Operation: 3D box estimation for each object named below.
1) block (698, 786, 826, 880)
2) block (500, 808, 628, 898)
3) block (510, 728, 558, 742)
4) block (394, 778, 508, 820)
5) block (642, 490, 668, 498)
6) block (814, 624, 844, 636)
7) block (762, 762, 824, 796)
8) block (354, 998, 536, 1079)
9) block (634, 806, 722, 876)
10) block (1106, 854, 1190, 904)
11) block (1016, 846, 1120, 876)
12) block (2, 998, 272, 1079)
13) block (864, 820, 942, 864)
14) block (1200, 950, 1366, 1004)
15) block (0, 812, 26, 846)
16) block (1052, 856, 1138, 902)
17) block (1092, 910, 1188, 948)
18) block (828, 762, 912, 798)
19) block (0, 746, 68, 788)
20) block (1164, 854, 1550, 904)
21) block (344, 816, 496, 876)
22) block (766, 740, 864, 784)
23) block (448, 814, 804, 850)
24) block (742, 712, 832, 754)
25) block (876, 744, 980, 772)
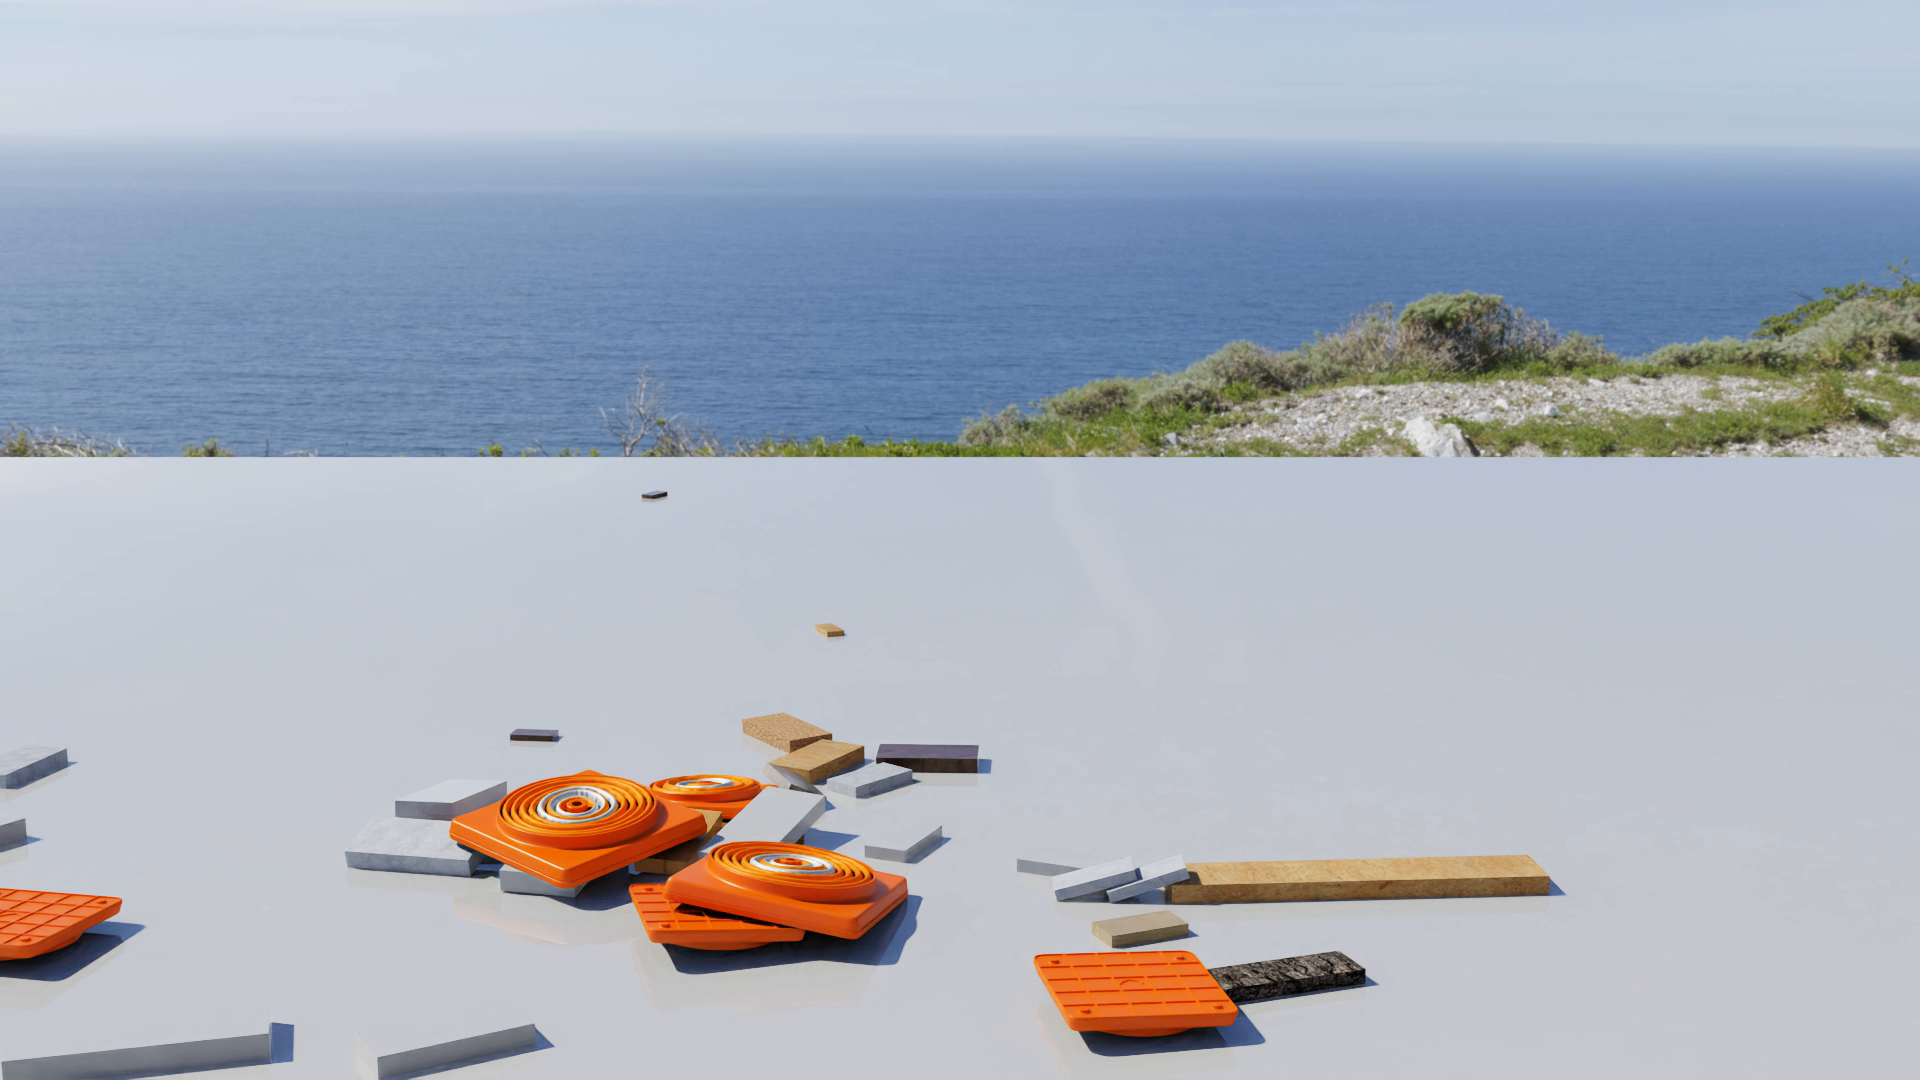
[{"bbox_3d":[-0.346,0.513,3.876,0.114,0.032,0.280,7,20,19],"label":"block"},{"bbox_3d":[-0.678,0.535,3.780,0.131,0.037,0.262,4,17,11],"label":"block"},{"bbox_3d":[-0.892,0.409,4.608,0.091,0.013,0.045,1,11,6],"label":"block"},{"bbox_3d":[-0.943,0.481,4.086,0.114,0.032,0.229,0,4,13],"label":"block"},{"bbox_3d":[-1.064,-0.157,7.659,0.045,0.013,0.091,5,12,27],"label":"block"},{"bbox_3d":[-0.331,0.228,5.581,0.045,0.013,0.091,-5,11,-23],"label":"block"},{"bbox_3d":[-0.316,0.466,4.188,0.078,0.022,0.157,24,0,-24],"label":"block"},{"bbox_3d":[-0.714,0.689,3.050,0.221,0.031,0.111,-6,12,-31],"label":"block"},{"bbox_3d":[-0.491,0.526,3.846,0.097,0.027,0.194,4,20,11],"label":"block"},{"bbox_3d":[0.309,0.562,3.653,0.137,0.019,0.068,-18,10,2],"label":"block"},{"bbox_3d":[0.188,0.558,3.780,0.161,0.023,0.081,5,12,24],"label":"block"},{"bbox_3d":[-1.127,0.690,3.028,0.339,0.037,0.131,-3,11,-16],"label":"block"},{"bbox_3d":[-0.100,0.535,3.906,0.078,0.022,0.157,5,11,23],"label":"block"},{"bbox_3d":[0.481,0.651,3.277,0.235,0.023,0.081,-4,11,-19],"label":"block"},{"bbox_3d":[-1.803,0.532,3.878,0.131,0.037,0.262,6,12,31],"label":"block"},{"bbox_3d":[0.223,0.564,3.662,0.137,0.019,0.068,-15,11,1],"label":"block"},{"bbox_3d":[0.285,0.615,3.481,0.137,0.019,0.068,-5,11,-23],"label":"block"},{"bbox_3d":[-0.175,0.466,4.274,0.078,0.022,0.157,9,14,41],"label":"block"},{"bbox_3d":[-1.870,0.449,4.355,0.097,0.027,0.194,2,11,13],"label":"block"},{"bbox_3d":[0.661,0.569,3.695,0.635,0.031,0.111,-1,11,-4],"label":"block"},{"bbox_3d":[-0.936,0.531,3.822,0.229,0.032,0.114,2,25,12],"label":"block"},{"bbox_3d":[-0.287,0.442,4.389,0.101,0.029,0.202,6,12,29],"label":"block"},{"bbox_3d":[-0.624,0.524,3.951,0.685,0.027,0.097,-1,11,-3],"label":"block"},{"bbox_3d":[-0.362,0.403,4.597,0.101,0.029,0.202,-7,13,-34],"label":"block"},{"bbox_3d":[-0.064,0.438,4.411,0.202,0.029,0.101,0,11,2],"label":"block"}]
